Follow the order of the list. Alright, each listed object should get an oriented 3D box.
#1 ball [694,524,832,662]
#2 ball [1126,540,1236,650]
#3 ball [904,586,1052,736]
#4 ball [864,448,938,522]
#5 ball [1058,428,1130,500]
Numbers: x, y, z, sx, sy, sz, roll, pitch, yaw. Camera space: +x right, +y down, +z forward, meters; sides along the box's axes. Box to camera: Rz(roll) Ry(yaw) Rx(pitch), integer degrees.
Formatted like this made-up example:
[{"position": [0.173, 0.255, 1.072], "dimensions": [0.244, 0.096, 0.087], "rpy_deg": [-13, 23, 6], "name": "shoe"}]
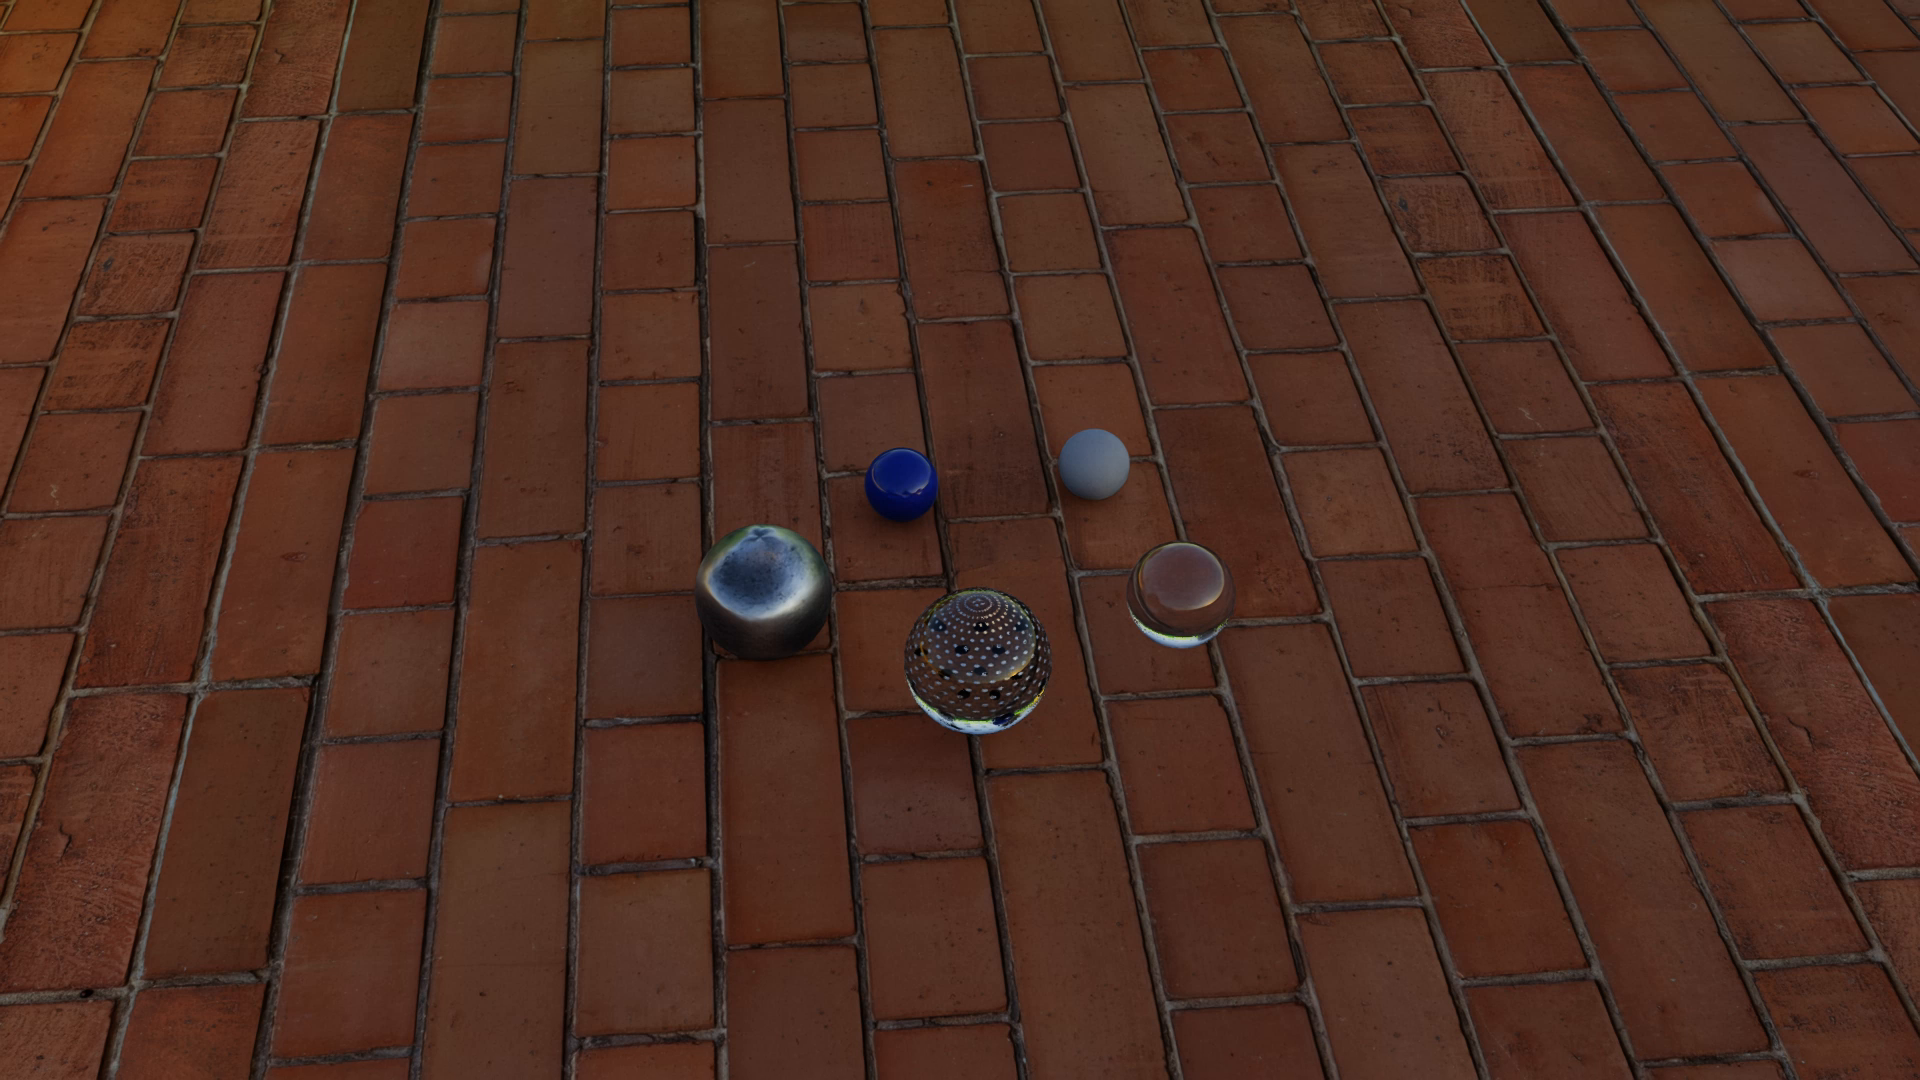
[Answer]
[{"position": [-0.119, 0.032, 1.548], "dimensions": [0.083, 0.083, 0.083], "rpy_deg": [0, 36, 0], "name": "ball"}, {"position": [0.134, 0.033, 1.561], "dimensions": [0.066, 0.066, 0.066], "rpy_deg": [0, 36, 0], "name": "ball"}, {"position": [0.010, 0.070, 1.493], "dimensions": [0.086, 0.086, 0.086], "rpy_deg": [0, 36, 0], "name": "ball"}, {"position": [-0.038, -0.036, 1.670], "dimensions": [0.048, 0.048, 0.048], "rpy_deg": [0, 36, 0], "name": "ball"}, {"position": [0.088, -0.050, 1.690], "dimensions": [0.047, 0.047, 0.047], "rpy_deg": [0, 36, 0], "name": "ball"}]
